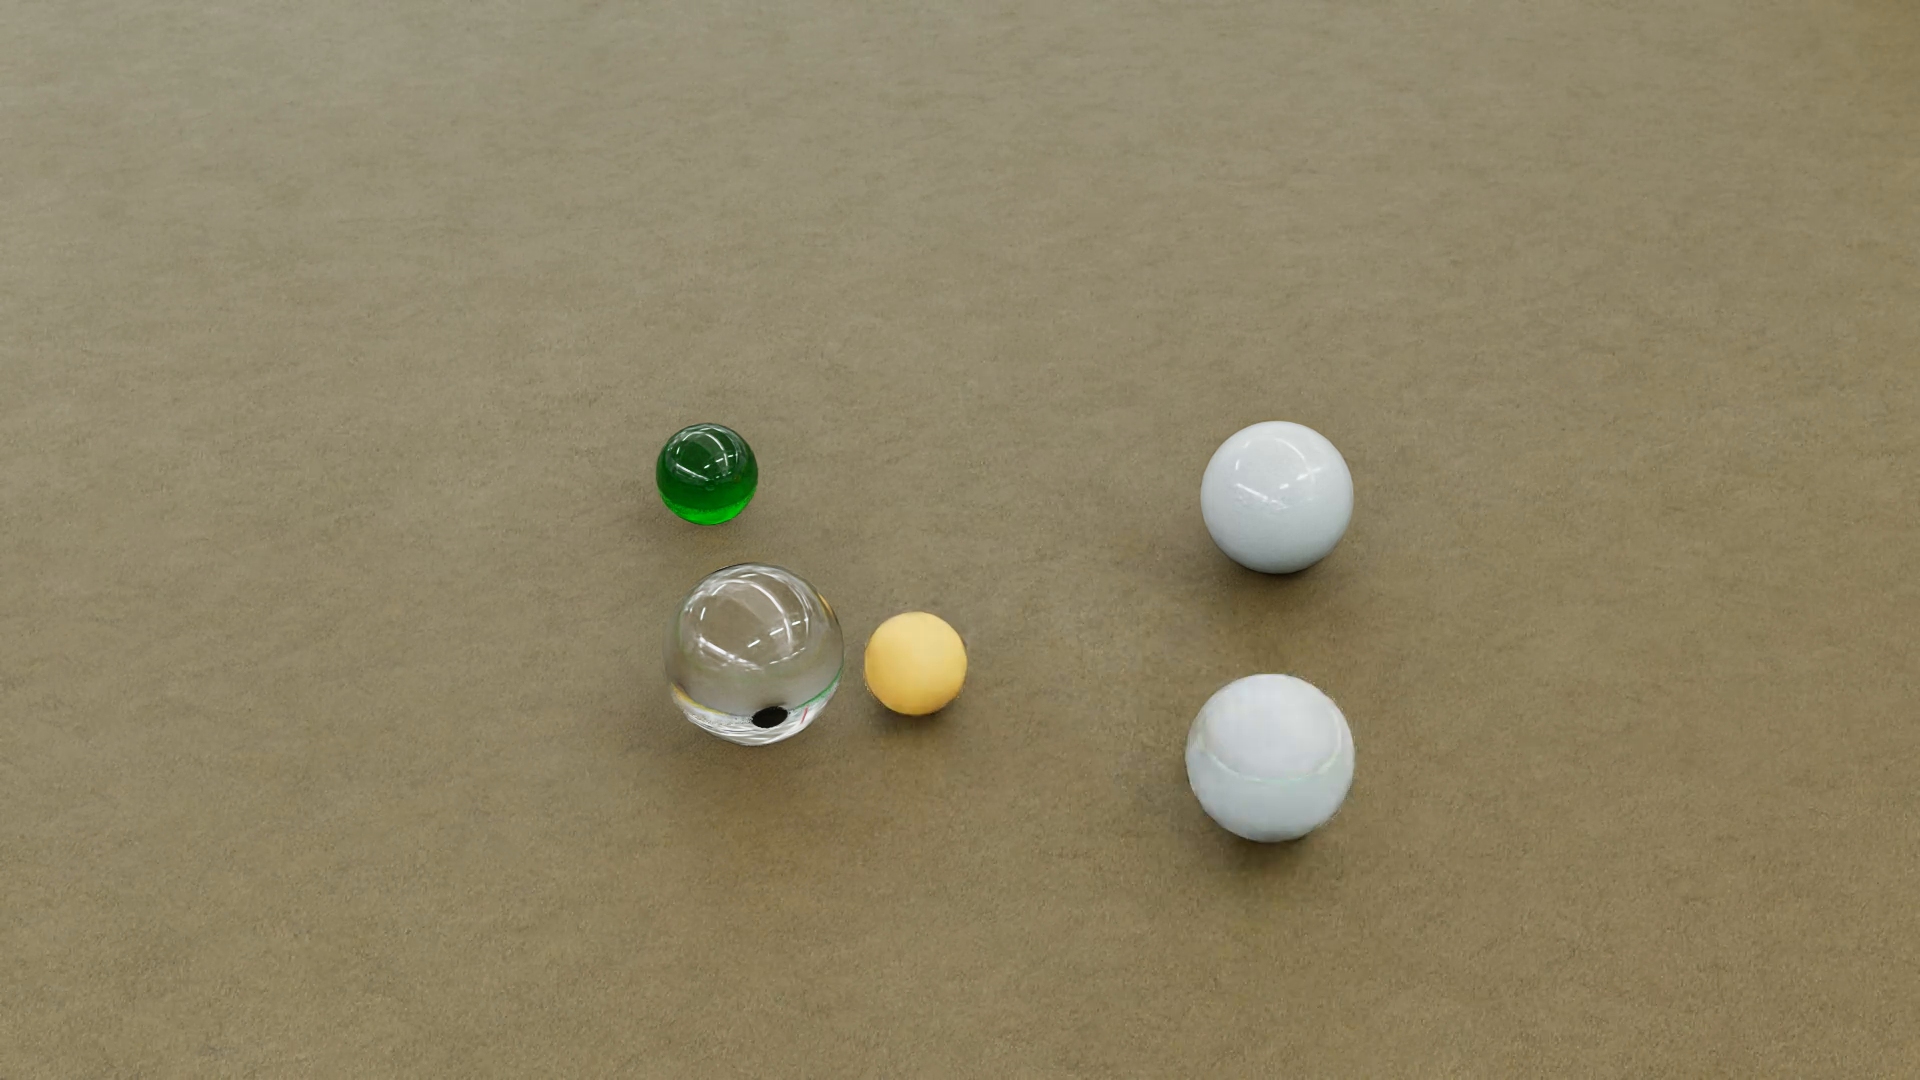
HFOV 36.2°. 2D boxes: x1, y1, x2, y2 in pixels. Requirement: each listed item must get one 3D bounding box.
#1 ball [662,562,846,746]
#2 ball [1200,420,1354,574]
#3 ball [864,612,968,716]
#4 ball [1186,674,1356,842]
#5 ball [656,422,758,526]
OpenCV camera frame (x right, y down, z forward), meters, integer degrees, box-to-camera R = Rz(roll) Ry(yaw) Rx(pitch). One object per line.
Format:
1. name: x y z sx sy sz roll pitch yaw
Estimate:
1. ball: -0.108 0.059 1.532 0.096 0.096 0.096 0 31 0
2. ball: 0.181 -0.024 1.680 0.088 0.088 0.088 0 31 0
3. ball: -0.024 0.066 1.561 0.055 0.055 0.055 0 31 0
4. ball: 0.154 0.108 1.462 0.084 0.084 0.084 0 31 0
5. ball: -0.149 -0.039 1.731 0.060 0.060 0.060 0 31 0
